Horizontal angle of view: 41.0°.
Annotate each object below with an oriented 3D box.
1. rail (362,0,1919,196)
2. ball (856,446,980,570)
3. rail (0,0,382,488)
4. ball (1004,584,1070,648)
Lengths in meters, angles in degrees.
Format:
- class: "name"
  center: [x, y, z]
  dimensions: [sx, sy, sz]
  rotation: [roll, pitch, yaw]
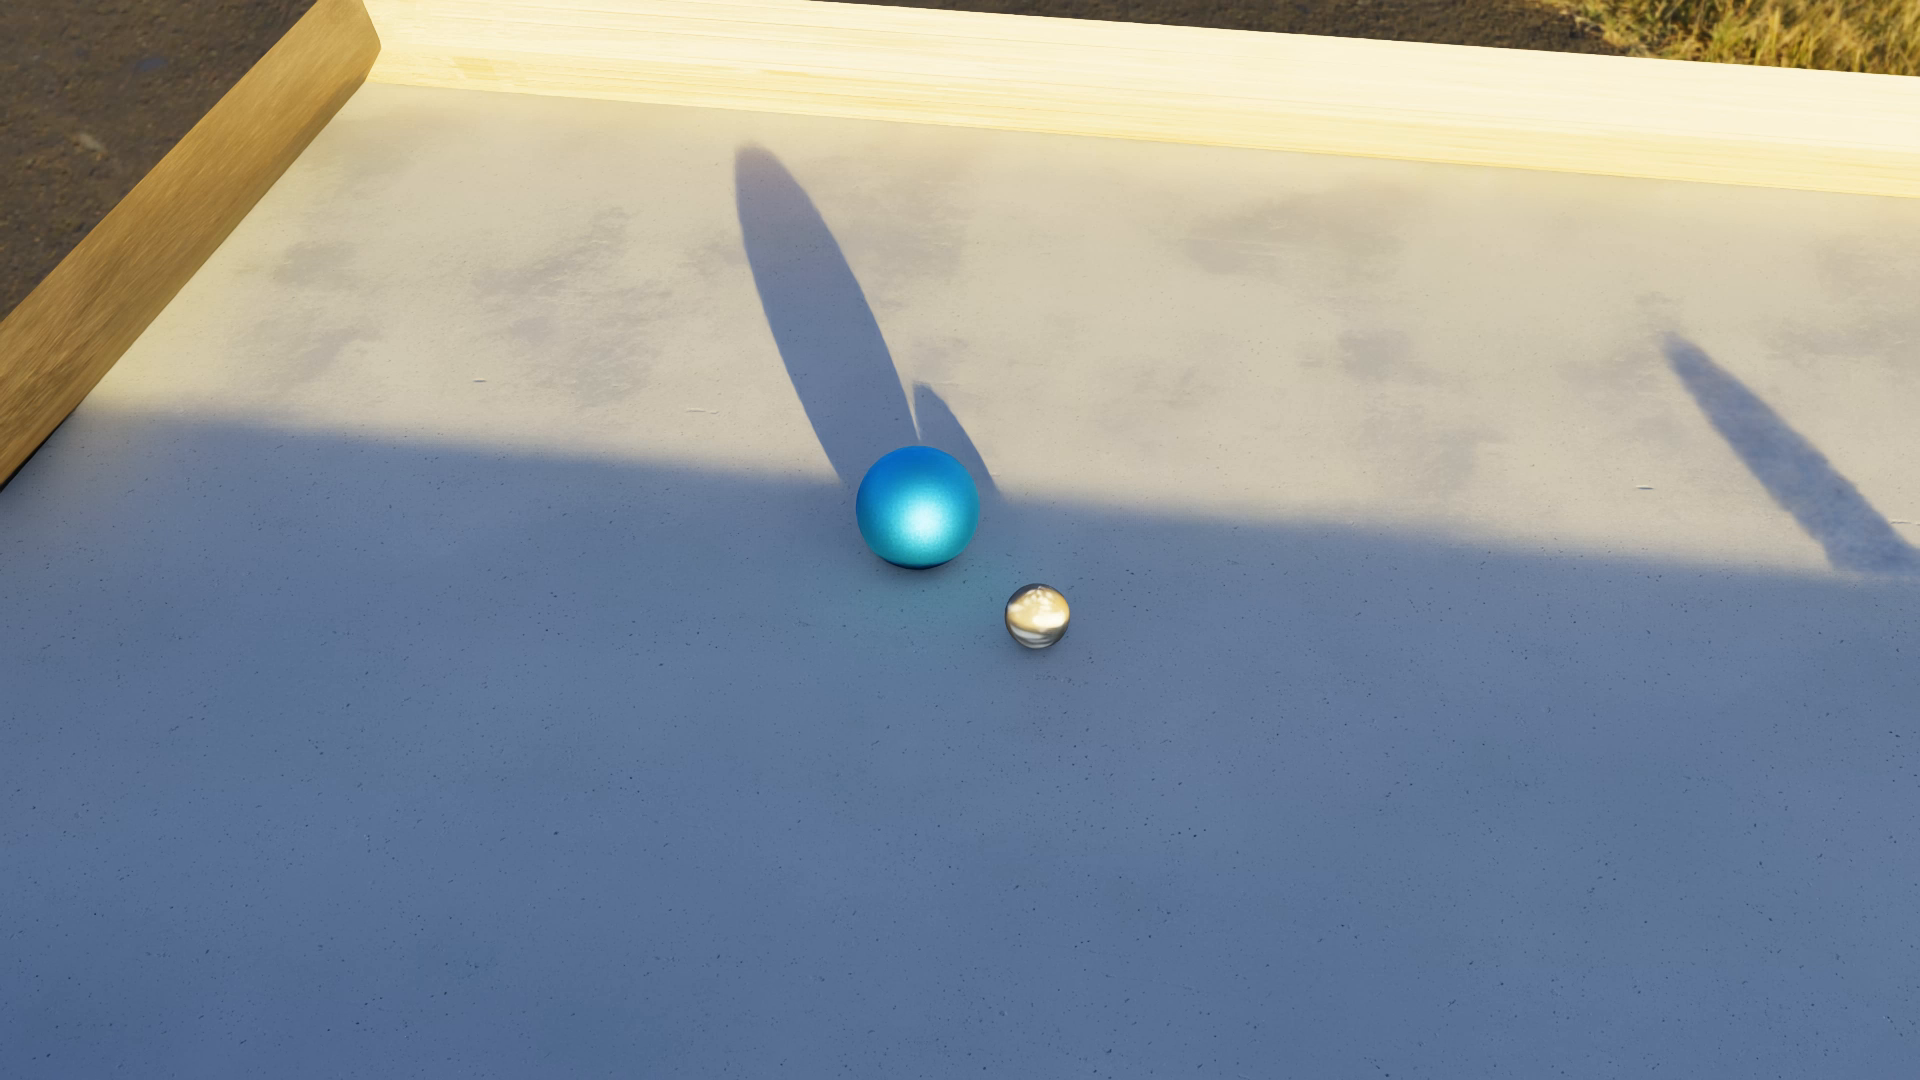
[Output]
- class: "rail"
  center: [0.923, -0.382, 2.496]
  dimensions: [3.195, 0.126, 0.045]
  rotation: [6, 35, 8]
- class: "ball"
  center: [-0.033, -0.025, 1.998]
  dimensions: [0.097, 0.097, 0.097]
  rotation: [0, 34, 0]
- class: "rail"
  center: [-0.763, -0.098, 2.077]
  dimensions: [0.045, 0.126, 1.626]
  rotation: [6, 35, 8]
- class: "ball"
  center: [0.058, 0.057, 1.920]
  dimensions: [0.049, 0.049, 0.049]
  rotation: [0, 34, 0]
